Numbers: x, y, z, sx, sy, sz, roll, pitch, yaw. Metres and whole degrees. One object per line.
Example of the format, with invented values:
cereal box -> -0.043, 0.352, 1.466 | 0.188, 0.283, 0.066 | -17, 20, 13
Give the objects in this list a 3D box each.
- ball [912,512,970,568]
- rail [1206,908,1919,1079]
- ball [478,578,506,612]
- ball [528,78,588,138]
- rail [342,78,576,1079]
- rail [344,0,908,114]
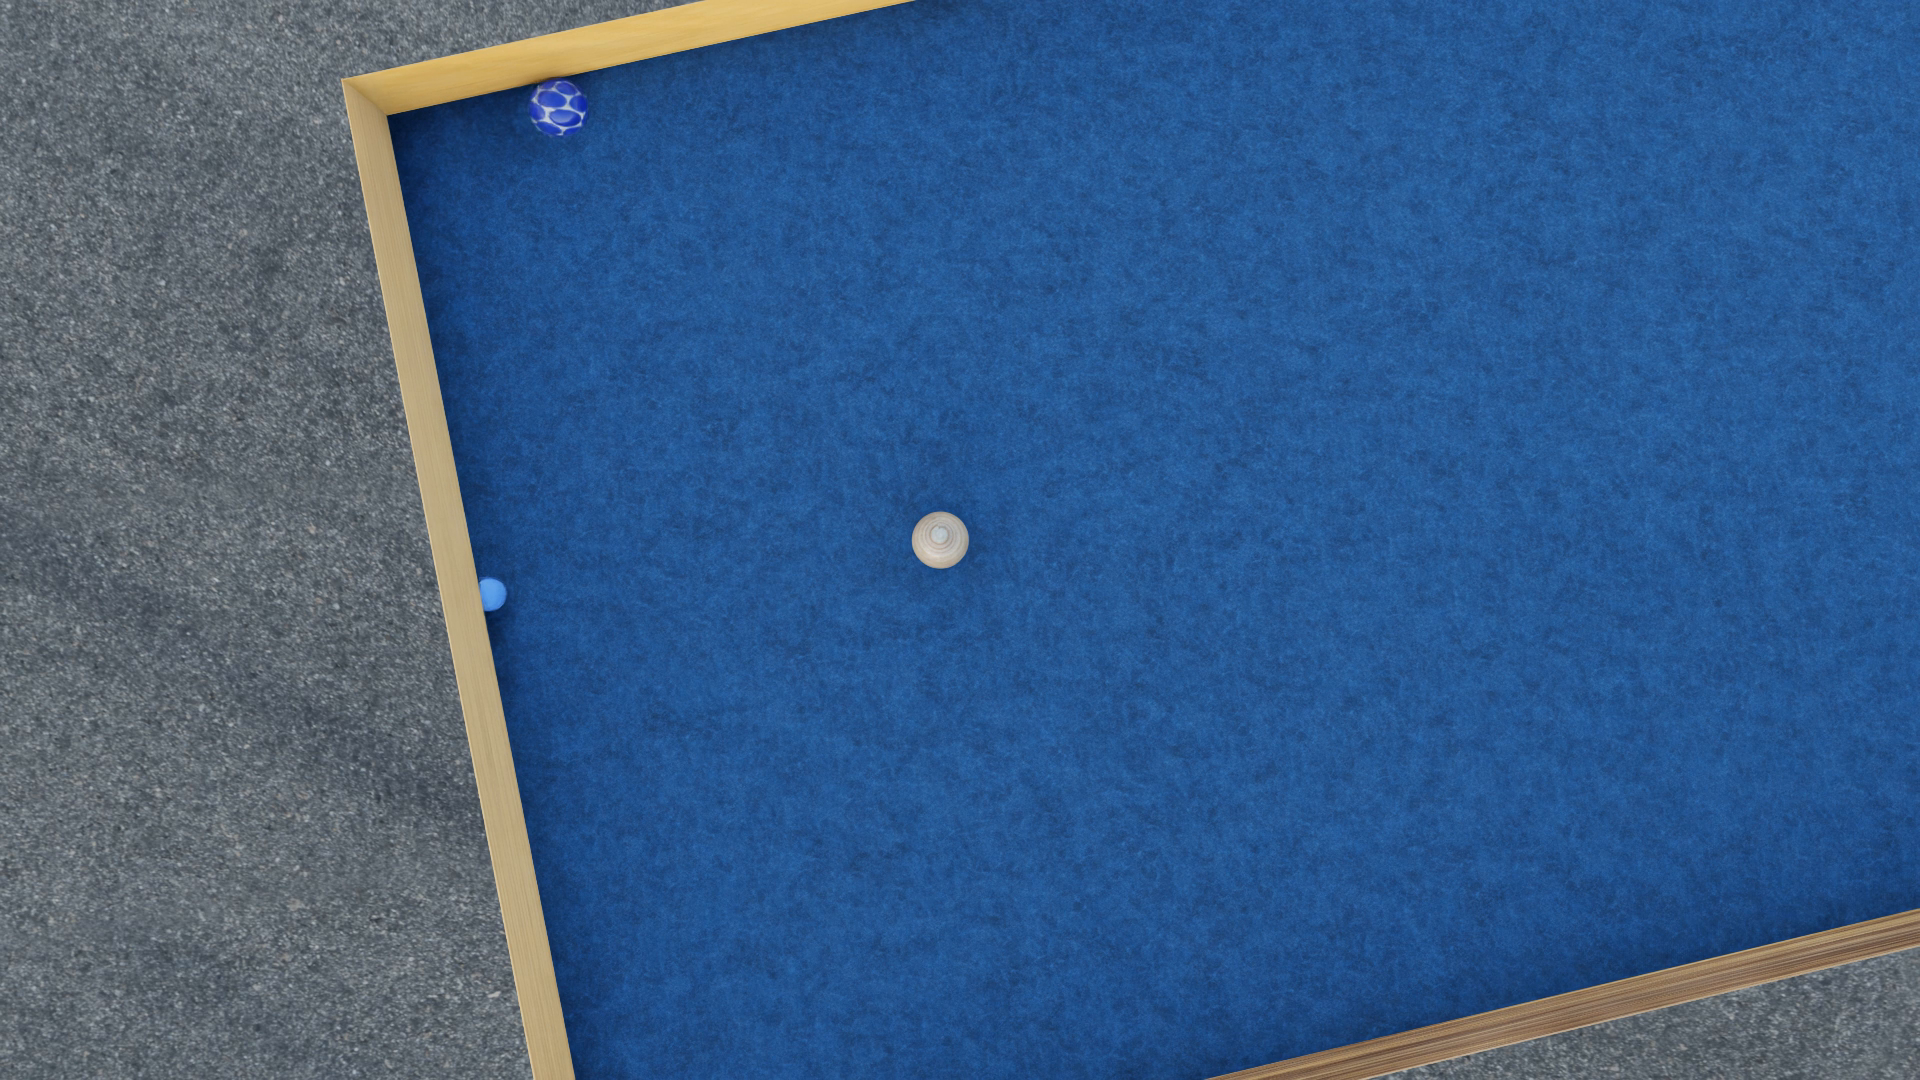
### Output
ball -> -0.029, 0.000, 3.277 | 0.086, 0.086, 0.086 | 0, 80, 0
rail -> 0.931, 0.655, 3.143 | 3.022, 0.117, 0.045 | -13, 80, -2
ball -> -0.702, 0.082, 3.281 | 0.050, 0.050, 0.050 | 0, 80, 0
ball -> -0.621, -0.666, 3.394 | 0.090, 0.090, 0.090 | 0, 80, 0
rail -> -0.713, 0.158, 3.232 | 0.045, 0.117, 1.775 | -13, 80, -2
rail -> 0.541, -1.001, 3.440 | 3.022, 0.117, 0.045 | -13, 80, -2
